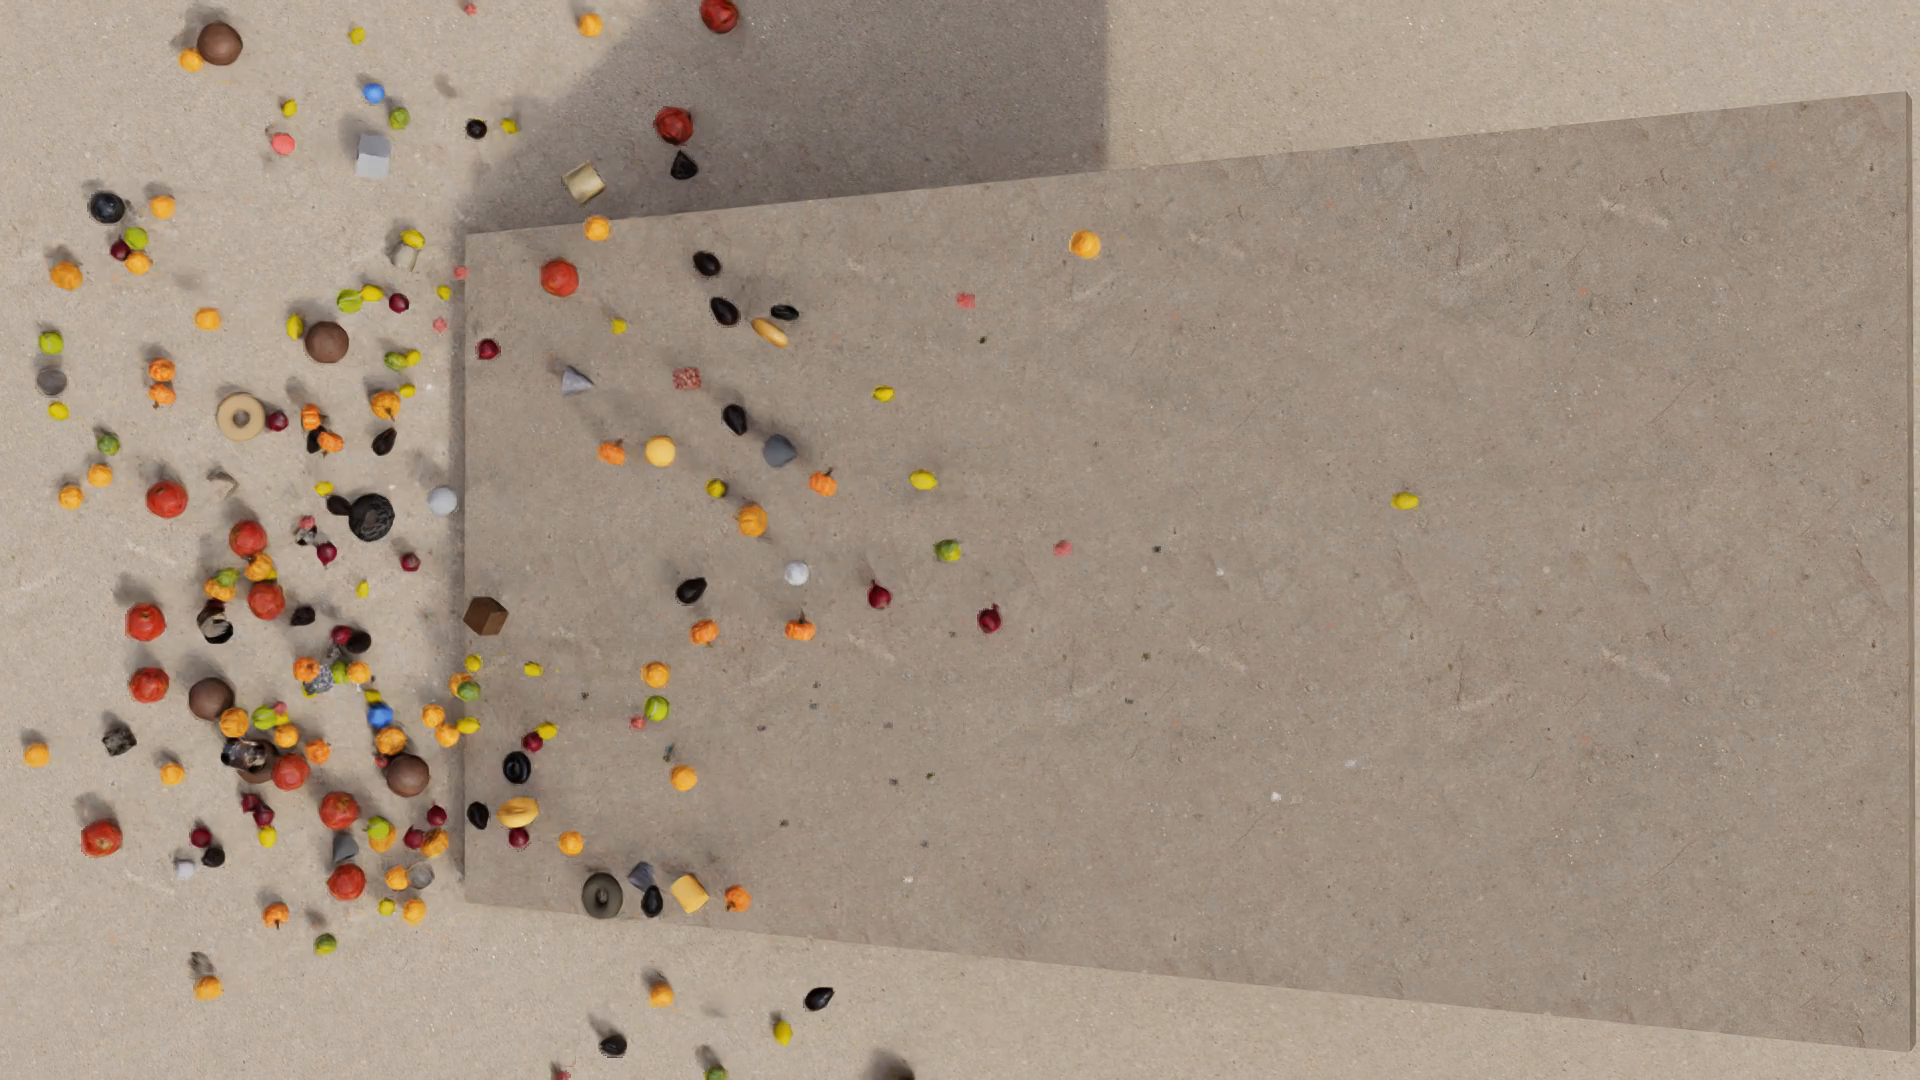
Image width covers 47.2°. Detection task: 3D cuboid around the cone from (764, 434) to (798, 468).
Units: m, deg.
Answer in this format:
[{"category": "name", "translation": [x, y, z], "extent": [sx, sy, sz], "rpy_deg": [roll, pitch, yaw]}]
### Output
[{"category": "cone", "translation": [-0.465, -0.235, 5.927], "extent": [0.093, 0.093, 0.093], "rpy_deg": [-9, 103, -41]}]

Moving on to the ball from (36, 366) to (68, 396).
[{"category": "ball", "translation": [-2.740, -0.479, 6.637], "extent": [0.086, 0.086, 0.086], "rpy_deg": [0, 89, 0]}]

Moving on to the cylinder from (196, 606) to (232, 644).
[{"category": "cylinder", "translation": [-2.231, 0.256, 6.583], "extent": [0.085, 0.085, 0.085], "rpy_deg": [-17, 123, -28]}]

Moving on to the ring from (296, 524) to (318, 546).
[{"category": "ring", "translation": [-1.975, -0.016, 6.644], "extent": [0.078, 0.078, 0.026], "rpy_deg": [-41, 132, 0]}]

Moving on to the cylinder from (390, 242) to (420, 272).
[{"category": "cylinder", "translation": [-1.677, -0.856, 6.643], "extent": [0.069, 0.069, 0.069], "rpy_deg": [21, 90, 0]}]

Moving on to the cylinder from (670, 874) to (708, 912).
[{"category": "cylinder", "translation": [-0.751, 0.981, 6.103], "extent": [0.076, 0.076, 0.076], "rpy_deg": [-42, 66, 0]}]

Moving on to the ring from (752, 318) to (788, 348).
[{"category": "ring", "translation": [-0.513, -0.561, 5.949], "extent": [0.117, 0.117, 0.039], "rpy_deg": [35, 87, 0]}]

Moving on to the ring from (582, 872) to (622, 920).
[{"category": "ring", "translation": [-1.022, 1.019, 6.284], "extent": [0.135, 0.045, 0.135], "rpy_deg": [0, 89, 29]}]

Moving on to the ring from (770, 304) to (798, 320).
[{"category": "ring", "translation": [-0.476, -0.616, 5.955], "extent": [0.079, 0.079, 0.026], "rpy_deg": [12, 111, 0]}]

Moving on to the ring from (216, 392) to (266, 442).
[{"category": "ring", "translation": [-2.176, -0.371, 6.654], "extent": [0.149, 0.050, 0.149], "rpy_deg": [0, 91, 0]}]

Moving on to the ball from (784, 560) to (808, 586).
[{"category": "ball", "translation": [-0.442, 0.090, 5.941], "extent": [0.067, 0.067, 0.067], "rpy_deg": [0, 89, 0]}]

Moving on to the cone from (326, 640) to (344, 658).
[{"category": "cone", "translation": [-1.887, 0.324, 6.643], "extent": [0.051, 0.051, 0.051], "rpy_deg": [5, 106, 0]}]

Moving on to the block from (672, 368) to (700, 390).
[{"category": "block", "translation": [-0.763, -0.450, 6.142], "extent": [0.052, 0.052, 0.052], "rpy_deg": [-10, 85, 30]}]

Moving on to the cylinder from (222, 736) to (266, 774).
[{"category": "cylinder", "translation": [-2.142, 0.643, 6.576], "extent": [0.093, 0.093, 0.093], "rpy_deg": [14, 89, 10]}]

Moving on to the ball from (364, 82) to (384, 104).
[{"category": "ball", "translation": [-1.774, -1.353, 6.657], "extent": [0.062, 0.062, 0.062], "rpy_deg": [0, 89, 0]}]

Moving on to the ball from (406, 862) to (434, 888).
[{"category": "ball", "translation": [-1.623, 1.008, 6.617], "extent": [0.081, 0.081, 0.081], "rpy_deg": [0, 89, 0]}]

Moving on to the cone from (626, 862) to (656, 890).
[{"category": "cone", "translation": [-0.918, 0.953, 6.201], "extent": [0.083, 0.083, 0.083], "rpy_deg": [0, 89, 30]}]

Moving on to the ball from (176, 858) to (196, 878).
[{"category": "ball", "translation": [-2.336, 0.991, 6.636], "extent": [0.059, 0.059, 0.059], "rpy_deg": [0, 89, 0]}]

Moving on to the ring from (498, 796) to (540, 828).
[{"category": "ring", "translation": [-1.285, 0.791, 6.400], "extent": [0.124, 0.124, 0.041], "rpy_deg": [-9, 119, 0]}]

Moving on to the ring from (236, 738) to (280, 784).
[{"category": "ring", "translation": [-2.124, 0.669, 6.645], "extent": [0.137, 0.046, 0.137], "rpy_deg": [0, 90, 2]}]

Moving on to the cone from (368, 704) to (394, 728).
[{"category": "cone", "translation": [-1.750, 0.520, 6.617], "extent": [0.077, 0.077, 0.077], "rpy_deg": [1, 70, -4]}]

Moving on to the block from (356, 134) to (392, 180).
[{"category": "block", "translation": [-1.763, -1.149, 6.609], "extent": [0.090, 0.090, 0.090], "rpy_deg": [7, 48, -17]}]

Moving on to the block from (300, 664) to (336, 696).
[{"category": "block", "translation": [-1.927, 0.420, 6.600], "extent": [0.067, 0.067, 0.067], "rpy_deg": [-16, 81, -36]}]

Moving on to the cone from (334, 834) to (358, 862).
[{"category": "cone", "translation": [-1.865, 0.943, 6.608], "extent": [0.083, 0.083, 0.083], "rpy_deg": [6, 119, 11]}]

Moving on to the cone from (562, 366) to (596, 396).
[{"category": "cone", "translation": [-1.090, -0.450, 6.339], "extent": [0.092, 0.092, 0.092], "rpy_deg": [10, 89, 3]}]

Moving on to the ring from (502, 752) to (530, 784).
[{"category": "ring", "translation": [-1.301, 0.668, 6.457], "extent": [0.098, 0.033, 0.098], "rpy_deg": [0, 91, 29]}]

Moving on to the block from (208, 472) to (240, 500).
[{"category": "block", "translation": [-2.225, -0.163, 6.648], "extent": [0.057, 0.057, 0.057], "rpy_deg": [40, 90, 0]}]

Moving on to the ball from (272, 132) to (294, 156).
[{"category": "ball", "translation": [-2.047, -1.198, 6.653], "extent": [0.067, 0.067, 0.067], "rpy_deg": [0, 89, 0]}]

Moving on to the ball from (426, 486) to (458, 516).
[{"category": "ball", "translation": [-1.549, -0.118, 6.577], "extent": [0.090, 0.090, 0.090], "rpy_deg": [0, 89, 0]}]

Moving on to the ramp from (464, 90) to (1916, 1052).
[{"category": "ramp", "translation": [0.269, 0.074, 5.623], "extent": [4.000, 0.100, 2.000], "rpy_deg": [0, 89, 30]}]

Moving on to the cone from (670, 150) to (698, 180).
[{"category": "cone", "translation": [-0.844, -1.152, 6.667], "extent": [0.083, 0.083, 0.083], "rpy_deg": [-16, 63, 0]}]

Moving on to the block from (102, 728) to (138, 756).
[{"category": "block", "translation": [-2.533, 0.609, 6.629], "extent": [0.060, 0.060, 0.060], "rpy_deg": [-34, 85, 18]}]

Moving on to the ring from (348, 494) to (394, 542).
[{"category": "ring", "translation": [-1.778, -0.068, 6.641], "extent": [0.147, 0.049, 0.147], "rpy_deg": [-3, 78, 14]}]

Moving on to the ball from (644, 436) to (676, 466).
[{"category": "ball", "translation": [-0.841, -0.249, 6.166], "extent": [0.087, 0.087, 0.087], "rpy_deg": [0, 89, 0]}]

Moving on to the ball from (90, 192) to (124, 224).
[{"category": "ball", "translation": [-2.573, -1.002, 6.635], "extent": [0.099, 0.099, 0.099], "rpy_deg": [0, 89, 0]}]

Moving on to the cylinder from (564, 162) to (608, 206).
[{"category": "cylinder", "translation": [-1.093, -1.040, 6.414], "extent": [0.093, 0.093, 0.093], "rpy_deg": [-32, 90, -1]}]

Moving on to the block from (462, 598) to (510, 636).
[{"category": "block", "translation": [-1.399, 0.226, 6.490], "extent": [0.080, 0.080, 0.080], "rpy_deg": [35, 107, 26]}]
